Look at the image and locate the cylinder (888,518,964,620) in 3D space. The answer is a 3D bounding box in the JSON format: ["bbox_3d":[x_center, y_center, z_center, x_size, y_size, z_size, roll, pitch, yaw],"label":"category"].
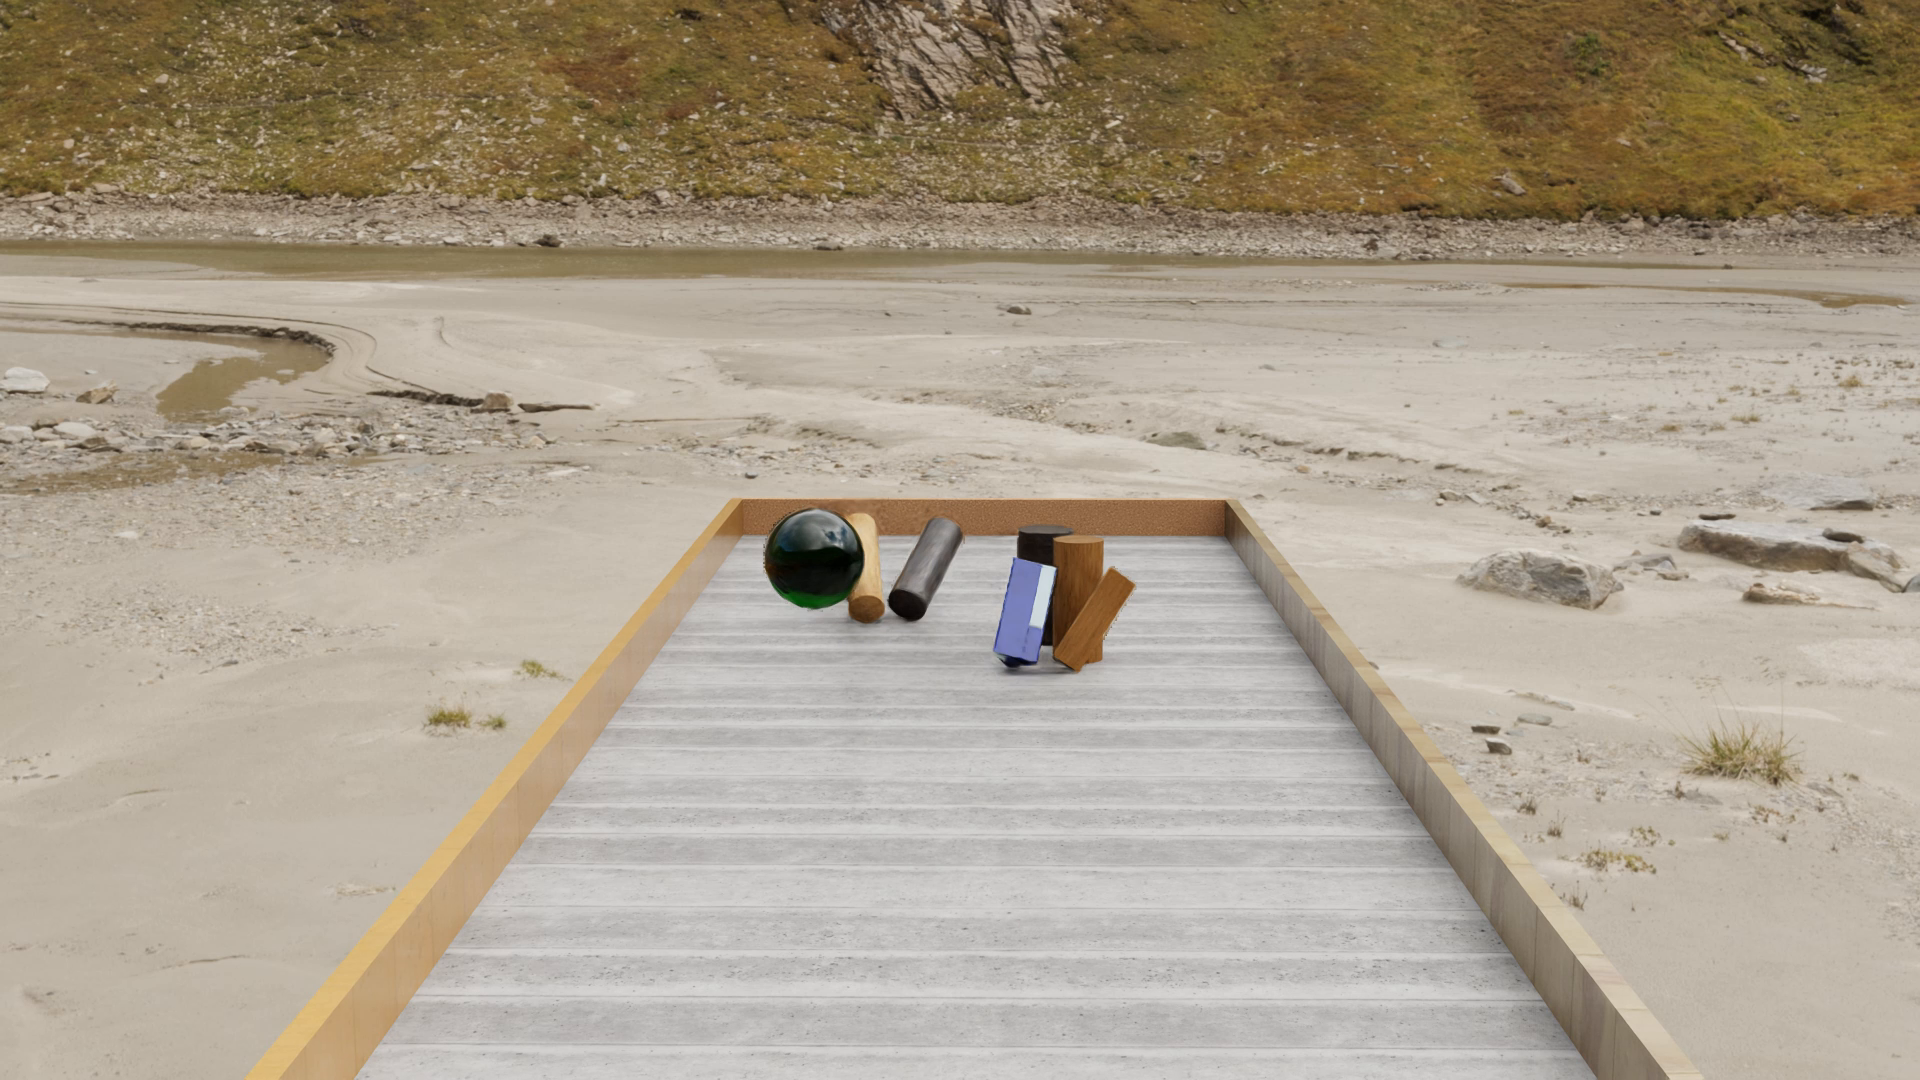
[{"bbox_3d":[-0.114,0.094,7.413,0.135,0.135,0.371,4,43,23],"label":"cylinder"}]

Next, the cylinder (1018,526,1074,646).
[{"bbox_3d":[0.272,0.143,6.970,0.178,0.356,0.178,0,9,0],"label":"cylinder"}]

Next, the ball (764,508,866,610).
[{"bbox_3d":[-0.476,0.061,7.197,0.330,0.330,0.330,0,9,0],"label":"ball"}]

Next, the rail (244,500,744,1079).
[{"bbox_3d":[-1.004,0.839,3.234,0.050,0.150,12.000,0,9,1],"label":"rail"}]

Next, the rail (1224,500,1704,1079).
[{"bbox_3d":[1.046,0.843,3.208,0.050,0.150,12.000,0,9,1],"label":"rail"}]

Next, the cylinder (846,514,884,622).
[{"bbox_3d":[-0.328,0.091,7.412,0.120,0.120,0.438,-1,39,-6],"label":"cylinder"}]

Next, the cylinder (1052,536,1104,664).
[{"bbox_3d":[0.359,0.180,6.696,0.153,0.369,0.153,0,9,0],"label":"cylinder"}]

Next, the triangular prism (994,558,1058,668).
[{"bbox_3d":[0.187,0.226,6.587,0.133,0.303,0.115,14,-20,-3],"label":"triangular prism"}]

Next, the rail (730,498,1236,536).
[{"bbox_3d":[0.099,-0.098,9.147,2.100,0.150,0.050,0,9,1],"label":"rail"}]

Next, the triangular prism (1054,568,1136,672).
[{"bbox_3d":[0.381,0.229,6.547,0.105,0.313,0.091,35,-5,-24],"label":"triangular prism"}]
